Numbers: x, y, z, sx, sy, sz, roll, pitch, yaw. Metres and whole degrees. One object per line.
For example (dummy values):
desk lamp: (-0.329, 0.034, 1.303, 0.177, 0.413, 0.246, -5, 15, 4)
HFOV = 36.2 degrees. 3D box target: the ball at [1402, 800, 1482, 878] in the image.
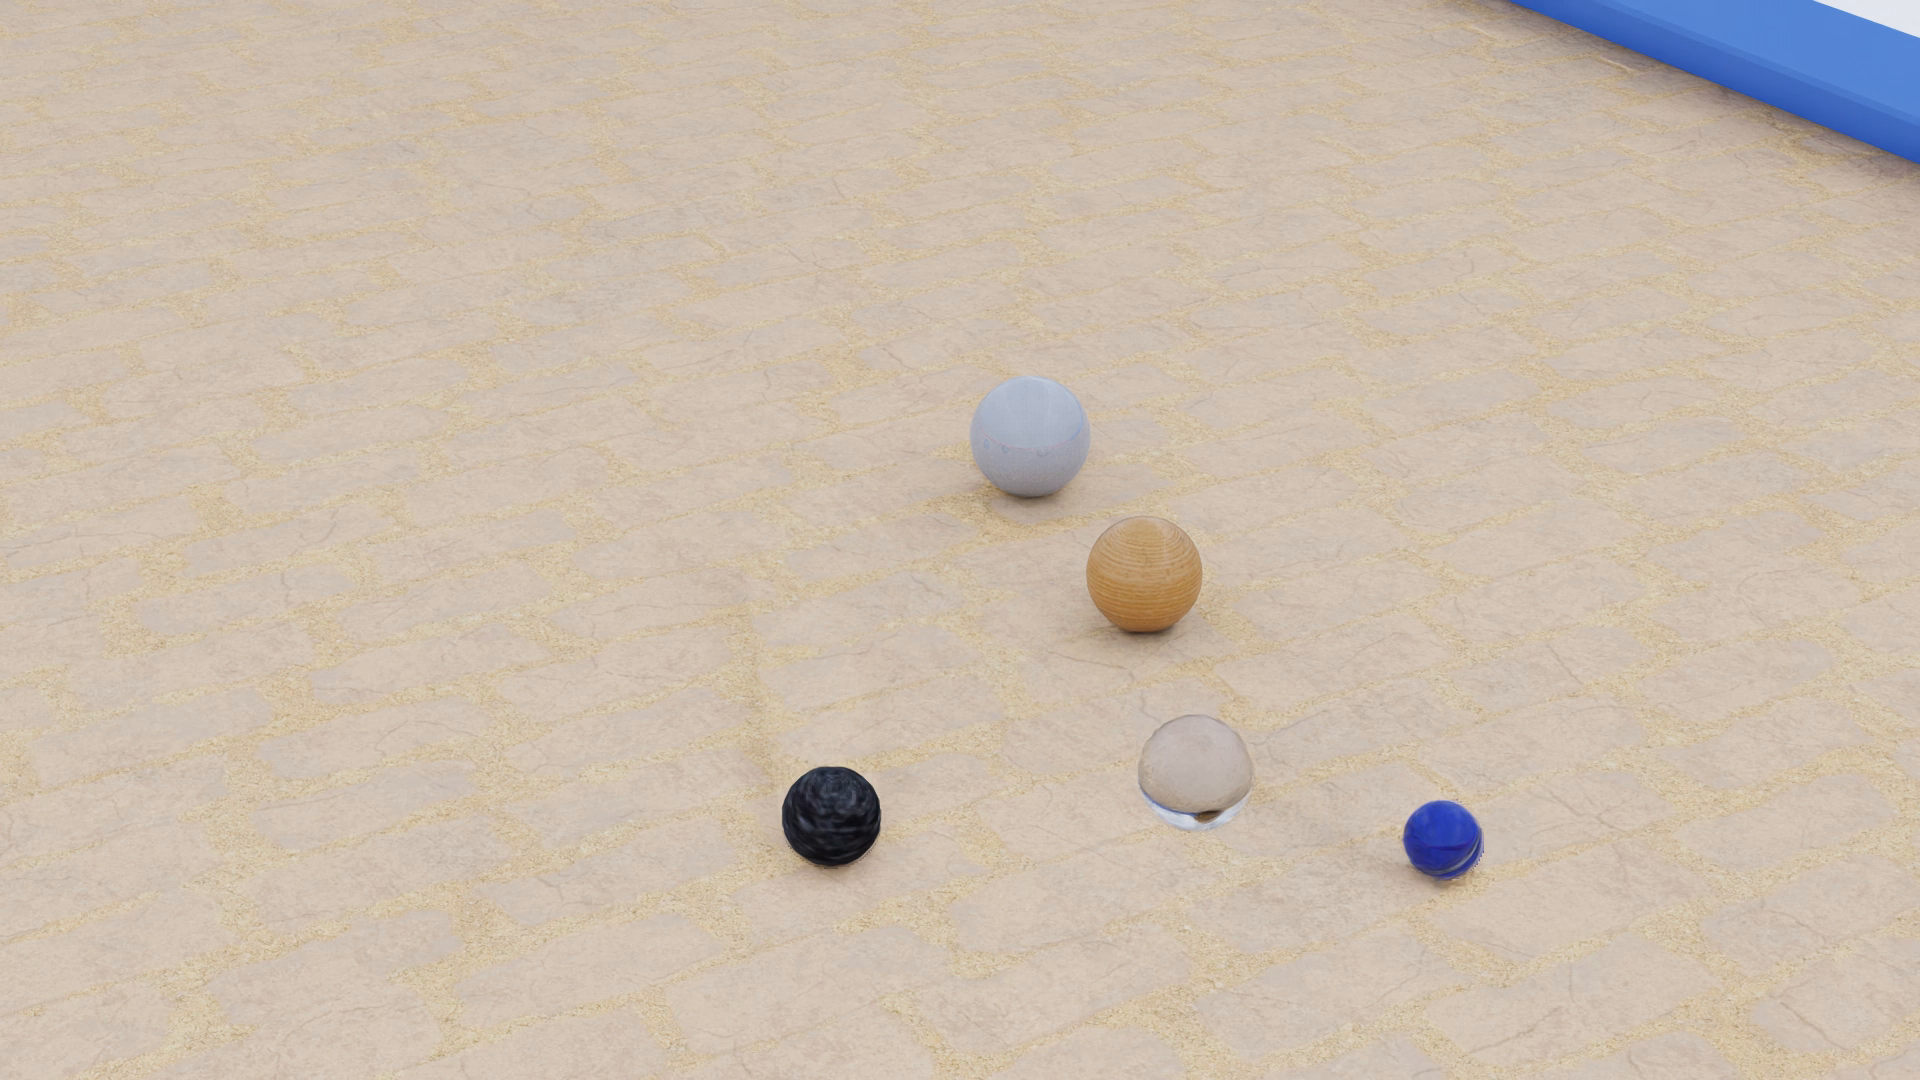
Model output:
ball: (0.271, 0.168, 1.652, 0.044, 0.044, 0.044, 0, 27, 0)

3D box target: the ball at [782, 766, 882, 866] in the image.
ball: (-0.073, 0.156, 1.662, 0.057, 0.057, 0.057, 0, 27, 0)

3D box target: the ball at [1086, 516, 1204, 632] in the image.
ball: (0.119, 0.022, 1.903, 0.076, 0.076, 0.076, 0, 27, 0)

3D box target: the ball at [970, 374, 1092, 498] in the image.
ball: (0.050, -0.073, 2.077, 0.086, 0.086, 0.086, 0, 27, 0)

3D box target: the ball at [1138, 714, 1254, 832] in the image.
ball: (0.136, 0.134, 1.693, 0.067, 0.067, 0.067, 0, 27, 0)

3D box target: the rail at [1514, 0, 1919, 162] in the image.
rail: (0.512, -0.673, 3.218, 0.045, 0.112, 3.957, -15, 31, -26)
